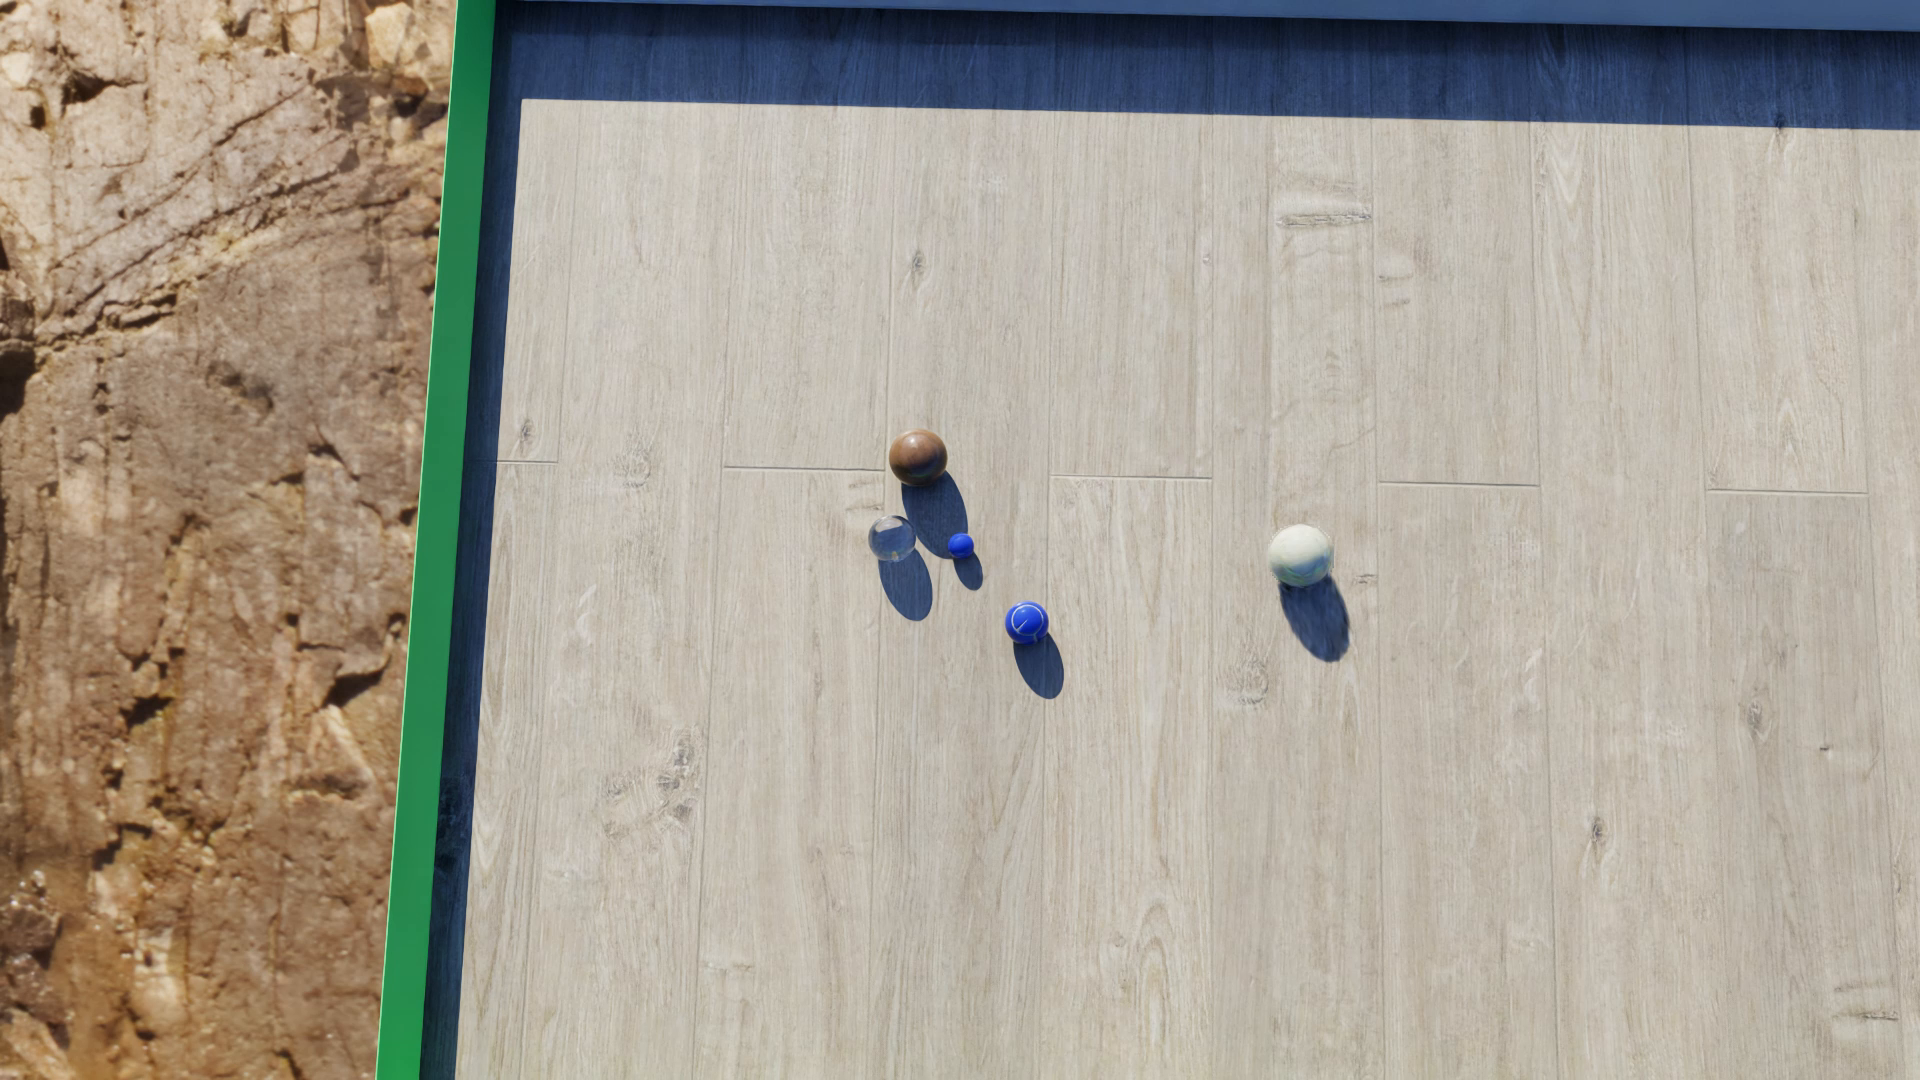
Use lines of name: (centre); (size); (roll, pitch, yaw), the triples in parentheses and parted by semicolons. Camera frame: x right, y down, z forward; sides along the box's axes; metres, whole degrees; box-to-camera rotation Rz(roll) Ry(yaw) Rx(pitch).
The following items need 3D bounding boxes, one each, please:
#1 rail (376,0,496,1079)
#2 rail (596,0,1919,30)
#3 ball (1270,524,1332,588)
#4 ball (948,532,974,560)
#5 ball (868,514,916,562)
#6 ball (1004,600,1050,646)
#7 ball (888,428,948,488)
rail: (-0.771, -0.024, 3.279); (0.045, 0.122, 1.779); (1, 78, 0)
rail: (0.815, -0.834, 3.446); (3.178, 0.122, 0.045); (1, 78, 0)
ball: (0.509, 0.024, 3.285); (0.094, 0.094, 0.094); (0, 78, 0)
ball: (0.002, 0.009, 3.315); (0.040, 0.040, 0.040); (0, 78, 0)
ball: (-0.102, -0.002, 3.301); (0.073, 0.073, 0.073); (0, 78, 0)
ball: (0.100, 0.124, 3.278); (0.067, 0.067, 0.067); (0, 78, 0)
ball: (-0.063, -0.124, 3.317); (0.090, 0.090, 0.090); (0, 78, 0)
